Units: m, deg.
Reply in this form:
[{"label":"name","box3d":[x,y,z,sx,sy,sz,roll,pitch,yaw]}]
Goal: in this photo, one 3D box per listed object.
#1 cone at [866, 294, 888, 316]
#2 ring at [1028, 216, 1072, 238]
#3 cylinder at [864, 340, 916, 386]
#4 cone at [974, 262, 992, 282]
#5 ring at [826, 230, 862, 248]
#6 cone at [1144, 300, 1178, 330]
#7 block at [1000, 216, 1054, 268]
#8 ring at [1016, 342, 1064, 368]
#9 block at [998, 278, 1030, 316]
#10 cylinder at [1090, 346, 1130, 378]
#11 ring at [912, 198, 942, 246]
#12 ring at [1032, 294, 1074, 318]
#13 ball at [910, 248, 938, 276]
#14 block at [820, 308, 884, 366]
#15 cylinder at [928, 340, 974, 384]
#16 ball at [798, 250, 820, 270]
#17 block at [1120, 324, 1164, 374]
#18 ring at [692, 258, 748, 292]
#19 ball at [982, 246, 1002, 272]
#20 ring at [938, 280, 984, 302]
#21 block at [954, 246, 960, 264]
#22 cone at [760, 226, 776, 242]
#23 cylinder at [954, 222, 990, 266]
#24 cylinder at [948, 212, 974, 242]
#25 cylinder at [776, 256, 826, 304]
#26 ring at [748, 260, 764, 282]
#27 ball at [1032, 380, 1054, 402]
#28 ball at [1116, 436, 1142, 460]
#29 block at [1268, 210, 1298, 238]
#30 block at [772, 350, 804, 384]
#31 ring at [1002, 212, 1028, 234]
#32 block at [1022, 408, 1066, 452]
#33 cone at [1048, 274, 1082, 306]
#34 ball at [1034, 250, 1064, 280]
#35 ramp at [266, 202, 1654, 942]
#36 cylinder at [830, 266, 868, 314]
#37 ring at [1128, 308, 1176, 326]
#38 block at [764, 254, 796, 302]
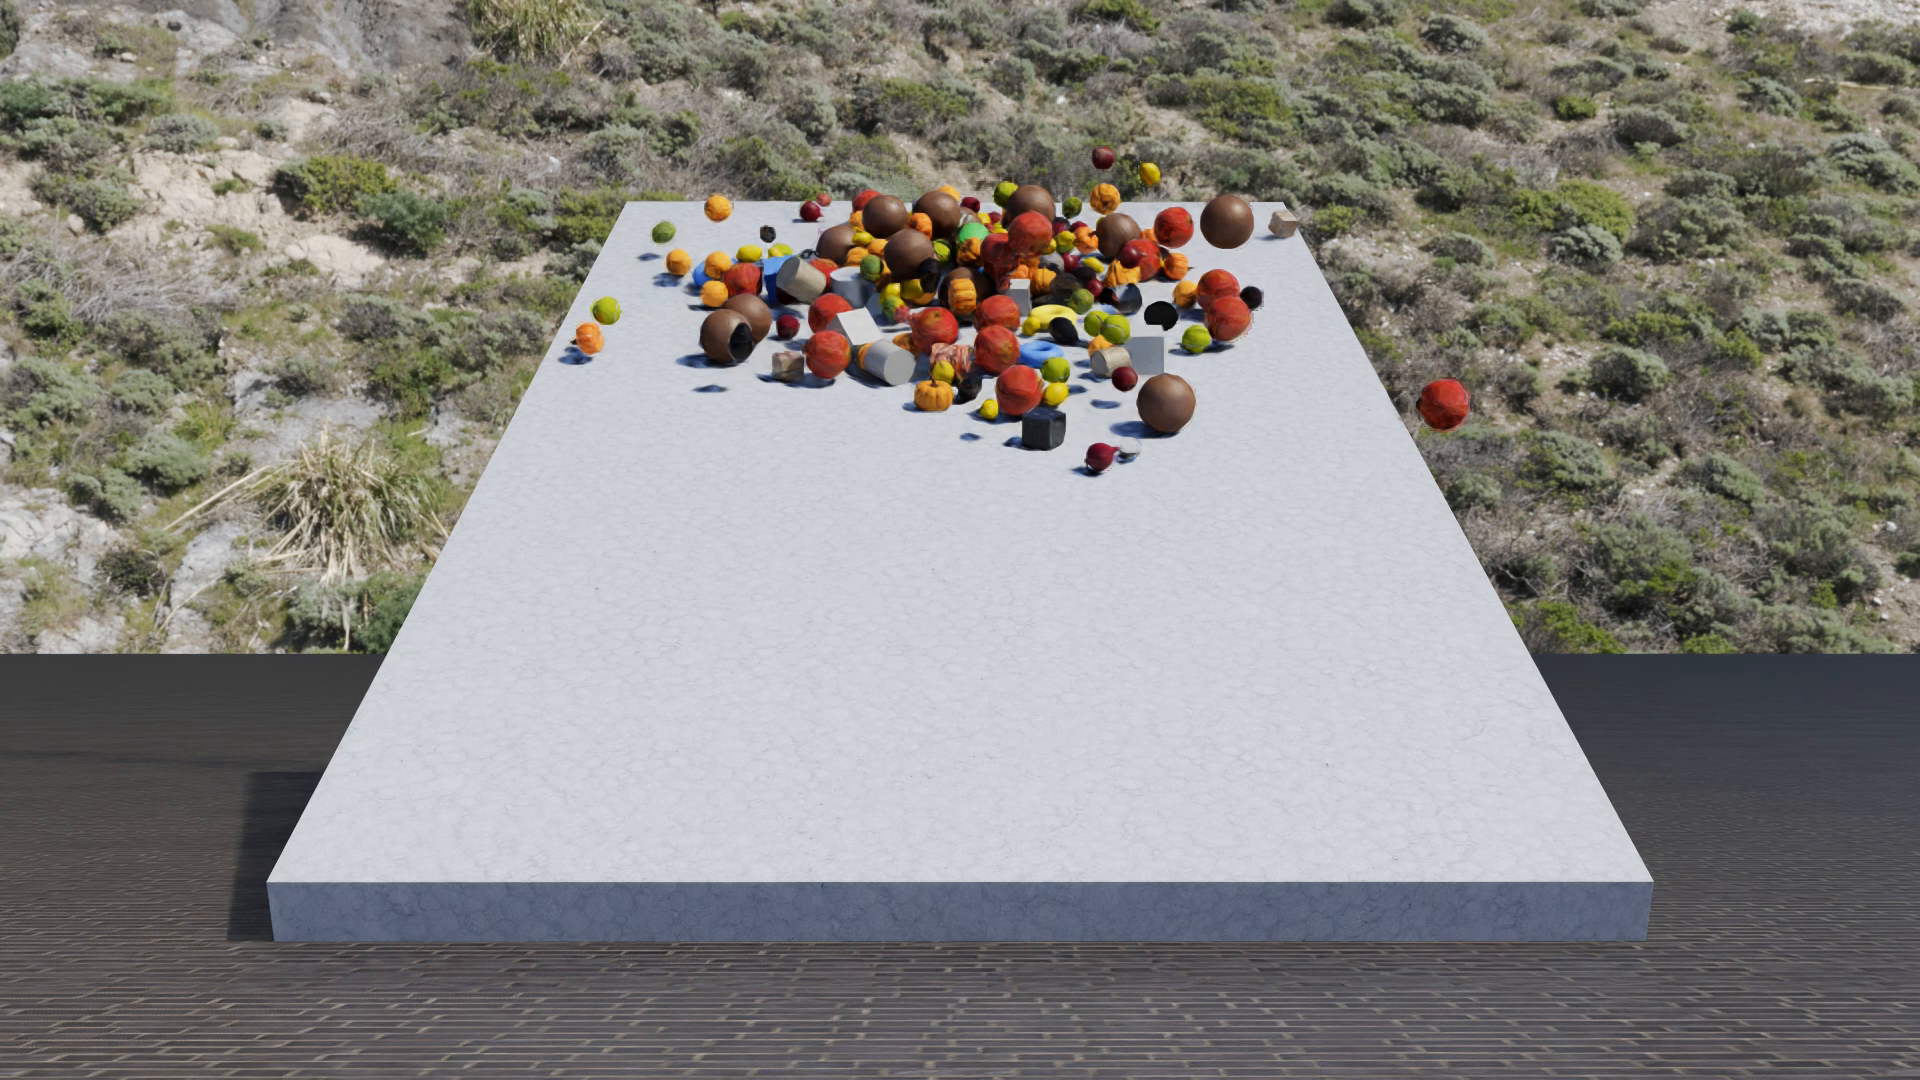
[{"label":"cone","box3d":[-0.206,-0.603,5.945,0.057,0.057,0.057,-1,-5,12]},{"label":"ring","box3d":[0.258,-0.908,6.665,0.129,0.043,0.129,2,23,-1]},{"label":"cylinder","box3d":[-0.166,-0.417,5.412,0.087,0.087,0.087,2,17,-36]},{"label":"cone","box3d":[0.074,-0.697,6.104,0.054,0.054,0.054,2,40,-36]},{"label":"ring","box3d":[-0.331,-0.857,6.544,0.103,0.034,0.103,4,22,-2]},{"label":"cone","box3d":[0.497,-0.570,5.670,0.083,0.083,0.083,0,34,10]},{"label":"block","box3d":[0.185,-0.814,6.314,0.091,0.091,0.091,30,11,-29]},{"label":"ring","box3d":[0.191,-0.447,5.552,0.116,0.039,0.116,-1,23,0]},{"label":"block","box3d":[0.141,-0.625,5.930,0.075,0.075,0.075,3,26,8]},{"label":"cylinder","box3d":[0.355,-0.421,5.446,0.069,0.069,0.069,-14,5,-30]},{"label":"ring","box3d":[-0.093,-0.898,6.493,0.049,0.146,0.146,-23,-7,9]},{"label":"ring","box3d":[0.239,-0.603,5.932,0.111,0.037,0.111,0,24,0]},{"label":"ball","box3d":[-0.096,-0.740,6.127,0.078,0.078,0.078,0,-3,0]},{"label":"block","box3d":[-0.260,-0.487,5.524,0.092,0.092,0.092,-17,-18,-38]},{"label":"cylinder","box3d":[-0.022,-0.418,5.413,0.085,0.085,0.085,20,-4,-4]},{"label":"ball","box3d":[-0.413,-0.755,6.256,0.070,0.070,0.070,0,-3,0]},{"label":"block","box3d":[0.435,-0.455,5.498,0.095,0.095,0.095,0,22,0]},{"label":"ring","box3d":[-0.641,-0.708,6.149,0.145,0.048,0.145,0,33,0]},{"label":"ball","box3d":[0.080,-0.767,6.290,0.067,0.067,0.067,0,-3,0]},{"label":"ring","box3d":[0.002,-0.650,6.011,0.125,0.042,0.125,-11,10,2]},{"label":"block","box3d":[0.020,-0.795,6.359,0.052,0.052,0.052,14,43,29]},{"label":"cone","box3d":[-0.523,-0.858,6.394,0.051,0.051,0.051,-1,25,25]},{"label":"cylinder","box3d":[0.034,-0.793,6.182,0.086,0.086,0.086,-1,38,11]},{"label":"cylinder","box3d":[0.014,-0.846,6.302,0.070,0.070,0.070,-21,34,15]},{"label":"cylinder","box3d":[-0.405,-0.663,5.879,0.092,0.092,0.092,30,-21,-36]},{"label":"ring","box3d":[-0.506,-0.730,6.226,0.134,0.045,0.134,0,21,0]},{"label":"ball","box3d":[0.190,-0.339,5.273,0.051,0.051,0.051,0,-3,0]},{"label":"ball","box3d":[0.361,-0.196,4.923,0.053,0.053,0.053,0,-3,0]},{"label":"block","box3d":[0.929,-0.907,6.611,0.054,0.054,0.054,-7,40,-28]},{"label":"block","box3d":[-0.405,-0.409,5.430,0.057,0.057,0.057,-11,25,-24]},{"label":"ring","box3d":[0.155,-0.880,6.450,0.086,0.086,0.029,-2,31,34]},{"label":"block","box3d":[0.182,-0.241,5.011,0.069,0.069,0.069,14,26,29]},{"label":"cone","box3d":[0.289,-0.659,6.005,0.092,0.092,0.092,-1,17,21]},{"label":"ball","box3d":[0.240,-0.735,6.169,0.081,0.081,0.081,0,-3,0]},{"label":"ramp","box3d":[-0.007,-0.223,5.187,2.000,0.100,4.000,0,22,0]},{"label":"cylinder","box3d":[-0.285,-0.644,5.941,0.093,0.093,0.093,-4,28,2]},{"label":"ring","box3d":[0.489,-0.560,5.839,0.127,0.042,0.127,2,-5,0]},{"label":"block","box3d":[-0.462,-0.683,6.009,0.084,0.084,0.084,-8,37,4]}]
